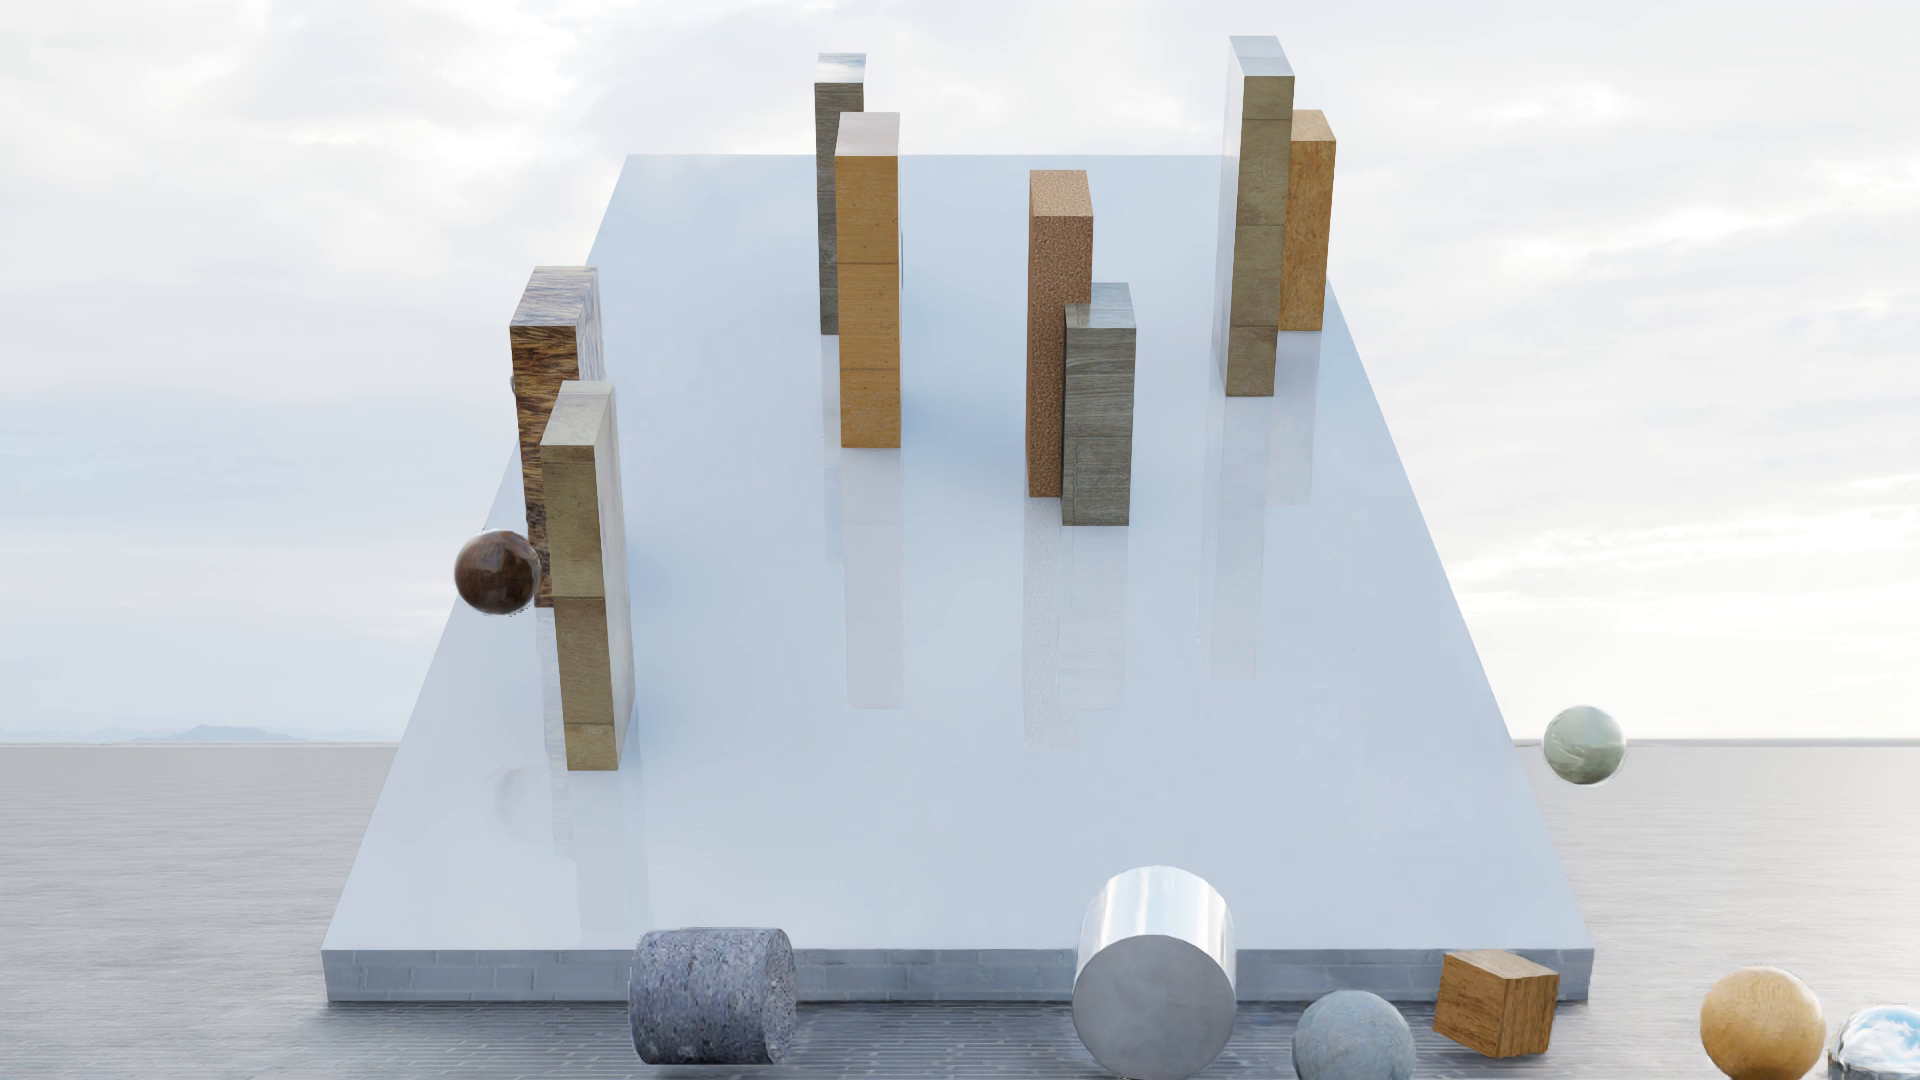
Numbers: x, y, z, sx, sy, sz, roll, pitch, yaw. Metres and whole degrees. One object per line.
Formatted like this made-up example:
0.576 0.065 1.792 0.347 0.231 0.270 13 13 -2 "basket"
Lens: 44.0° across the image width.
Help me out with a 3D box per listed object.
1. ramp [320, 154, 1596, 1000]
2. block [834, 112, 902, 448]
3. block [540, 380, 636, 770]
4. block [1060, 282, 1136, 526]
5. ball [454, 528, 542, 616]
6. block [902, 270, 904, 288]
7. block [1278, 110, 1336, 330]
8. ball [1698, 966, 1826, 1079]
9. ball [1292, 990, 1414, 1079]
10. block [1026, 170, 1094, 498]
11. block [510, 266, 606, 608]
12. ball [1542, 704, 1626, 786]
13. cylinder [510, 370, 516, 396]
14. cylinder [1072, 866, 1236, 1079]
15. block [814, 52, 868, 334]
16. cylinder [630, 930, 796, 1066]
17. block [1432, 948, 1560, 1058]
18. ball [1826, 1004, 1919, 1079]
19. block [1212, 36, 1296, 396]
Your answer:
-0.011 -0.226 5.526 2.000 0.100 4.000 0 27 0 "ramp"
-0.202 -0.587 5.365 0.134 0.688 0.315 0 27 0 "block"
-0.646 0.065 4.155 0.089 0.631 0.266 0 27 0 "block"
0.288 -0.290 5.049 0.141 0.451 0.259 0 27 0 "block"
-0.839 0.058 4.305 0.157 0.157 0.157 0 -5 0 "ball"
-0.251 -0.751 6.269 0.154 0.154 0.154 -11 29 -21 "block"
0.847 -0.811 6.018 0.141 0.498 0.261 0 27 0 "block"
0.955 0.579 2.826 0.143 0.143 0.143 0 -5 0 "ball"
0.436 0.568 2.634 0.135 0.135 0.135 0 -5 0 "ball"
0.212 -0.446 5.144 0.122 0.642 0.300 0 27 0 "block"
-0.783 -0.206 4.715 0.124 0.601 0.317 0 27 0 "block"
1.096 0.360 4.170 0.142 0.142 0.142 0 -5 0 "ball"
-0.966 -0.368 5.550 0.118 0.118 0.118 22 7 30 "cylinder"
0.242 0.533 2.932 0.196 0.196 0.196 -1 16 7 "cylinder"
-0.292 -0.866 5.951 0.119 0.650 0.259 0 27 0 "block"
-0.301 0.561 2.917 0.163 0.163 0.163 -2 -5 11 "cylinder"
0.711 0.612 3.145 0.107 0.107 0.107 3 9 -36 "block"
0.982 0.556 2.492 0.135 0.135 0.135 0 -5 0 "ball"
0.689 -0.765 5.618 0.114 0.779 0.339 0 27 0 "block"
